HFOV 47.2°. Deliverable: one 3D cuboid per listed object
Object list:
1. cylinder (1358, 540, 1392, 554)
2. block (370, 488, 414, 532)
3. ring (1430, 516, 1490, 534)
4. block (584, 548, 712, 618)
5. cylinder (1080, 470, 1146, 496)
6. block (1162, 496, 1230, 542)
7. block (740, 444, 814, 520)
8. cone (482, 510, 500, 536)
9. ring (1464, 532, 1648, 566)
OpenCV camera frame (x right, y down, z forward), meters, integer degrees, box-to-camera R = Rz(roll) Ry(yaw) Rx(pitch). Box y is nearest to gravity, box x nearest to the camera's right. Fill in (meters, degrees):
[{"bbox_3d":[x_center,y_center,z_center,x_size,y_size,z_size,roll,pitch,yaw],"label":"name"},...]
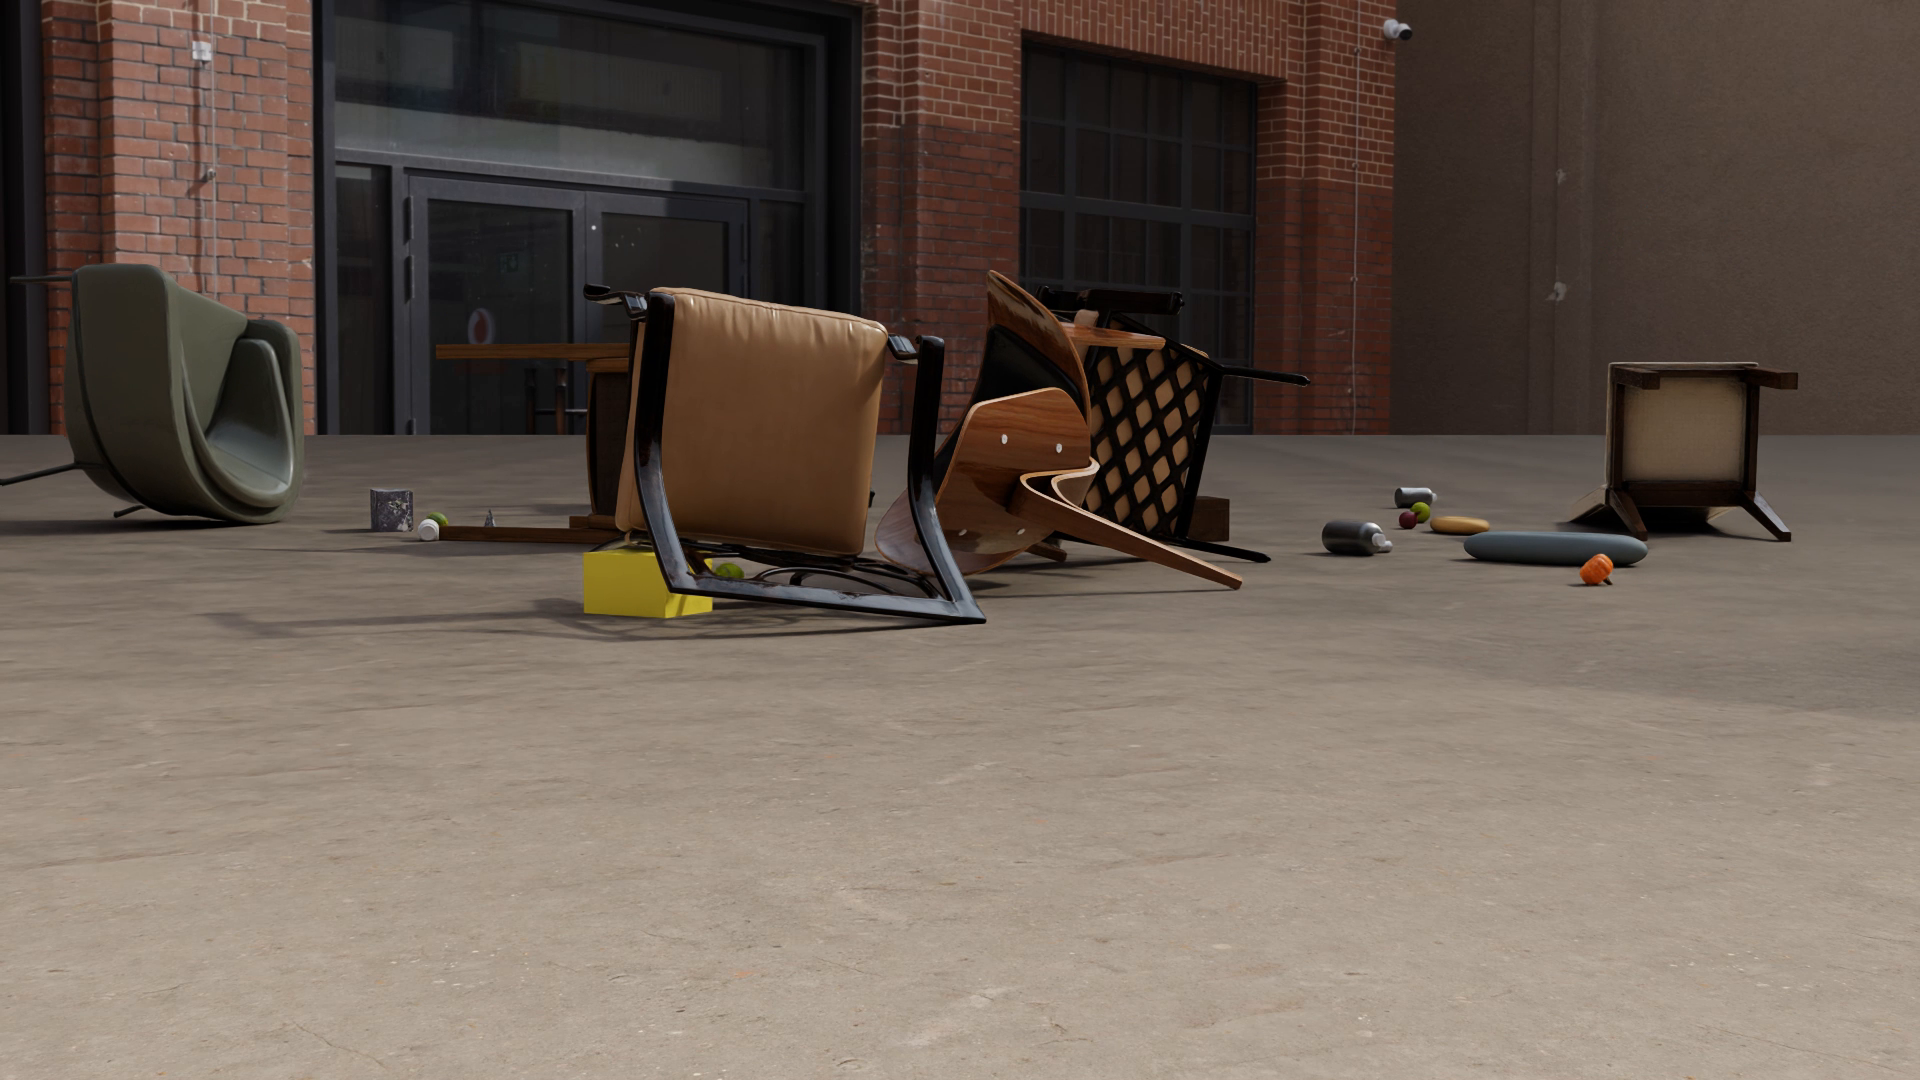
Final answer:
[{"bbox_3d":[1.139,0.019,6.031,0.081,0.032,0.045,-2,0,-23],"label":"cylinder"},{"bbox_3d":[-1.811,-0.095,7.005,0.106,0.127,0.194,-2,4,-22],"label":"block"},{"bbox_3d":[1.558,-0.046,6.862,0.149,0.049,0.280,0,3,-13],"label":"ring"},{"bbox_3d":[-0.628,0.085,4.427,0.202,0.121,0.157,2,4,29],"label":"block"},{"bbox_3d":[0.640,-0.238,9.211,0.197,0.110,0.228,2,3,30],"label":"cylinder"},{"bbox_3d":[0.703,-0.064,6.569,0.138,0.124,0.206,-1,4,-14],"label":"block"},{"bbox_3d":[-0.636,-0.206,7.658,0.202,0.258,0.179,1,4,17],"label":"block"},{"bbox_3d":[-1.436,-0.056,6.721,0.058,0.087,0.038,-2,4,-25],"label":"cone"},{"bbox_3d":[1.535,0.021,5.683,0.483,0.078,0.200,2,4,34],"label":"ring"}]
